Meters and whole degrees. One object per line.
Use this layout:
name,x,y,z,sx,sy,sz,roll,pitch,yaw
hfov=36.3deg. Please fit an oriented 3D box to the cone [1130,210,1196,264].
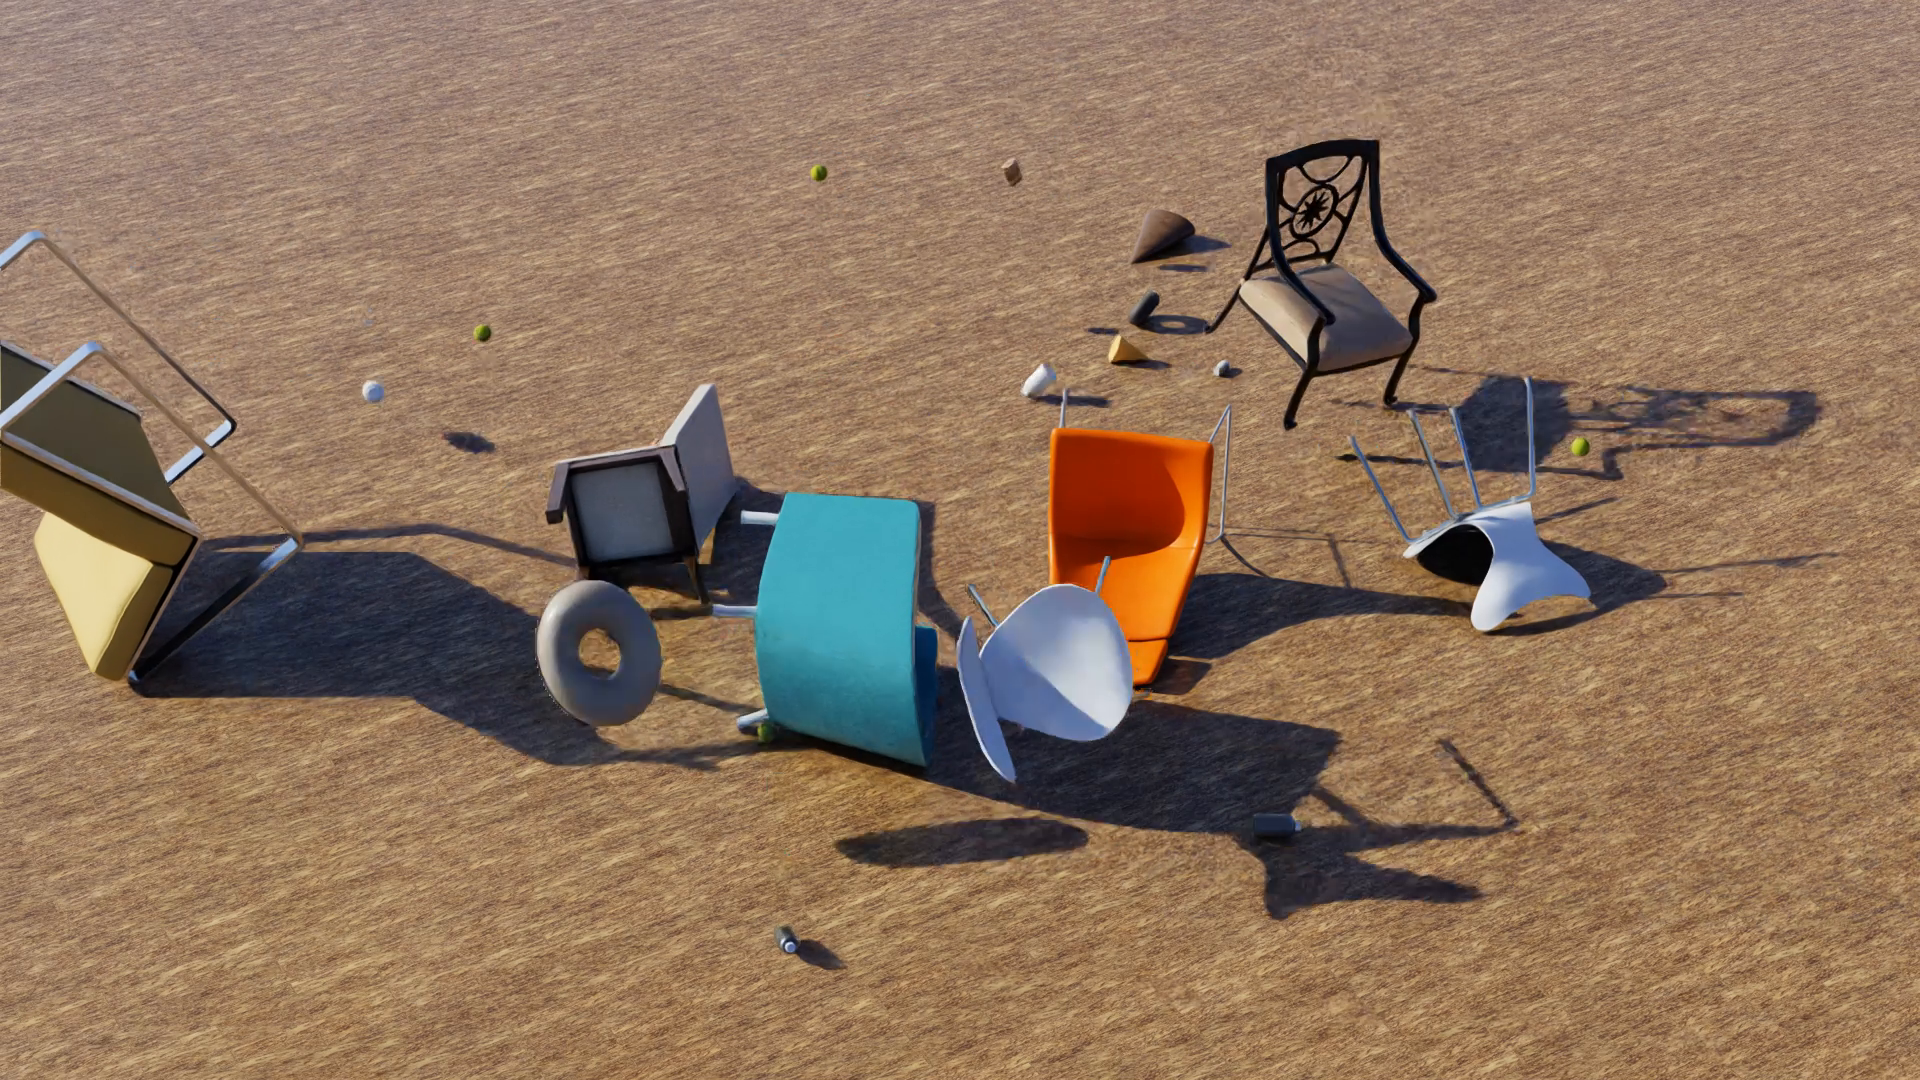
cone,0.834,-1.298,12.855,0.260,0.132,0.337,19,49,30

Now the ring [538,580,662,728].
ring,-1.139,0.359,9.271,0.385,0.479,0.154,-20,8,-13

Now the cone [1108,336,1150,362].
cone,0.712,-0.762,12.045,0.169,0.128,0.089,16,38,-13

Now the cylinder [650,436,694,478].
cylinder,-1.101,-0.319,11.229,0.104,0.167,0.117,-49,24,-1

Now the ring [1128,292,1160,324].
ring,0.771,-0.972,12.294,0.055,0.155,0.184,42,44,7

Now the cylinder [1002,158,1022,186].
cylinder,0.224,-1.582,12.610,0.081,0.095,0.044,-43,41,-22
